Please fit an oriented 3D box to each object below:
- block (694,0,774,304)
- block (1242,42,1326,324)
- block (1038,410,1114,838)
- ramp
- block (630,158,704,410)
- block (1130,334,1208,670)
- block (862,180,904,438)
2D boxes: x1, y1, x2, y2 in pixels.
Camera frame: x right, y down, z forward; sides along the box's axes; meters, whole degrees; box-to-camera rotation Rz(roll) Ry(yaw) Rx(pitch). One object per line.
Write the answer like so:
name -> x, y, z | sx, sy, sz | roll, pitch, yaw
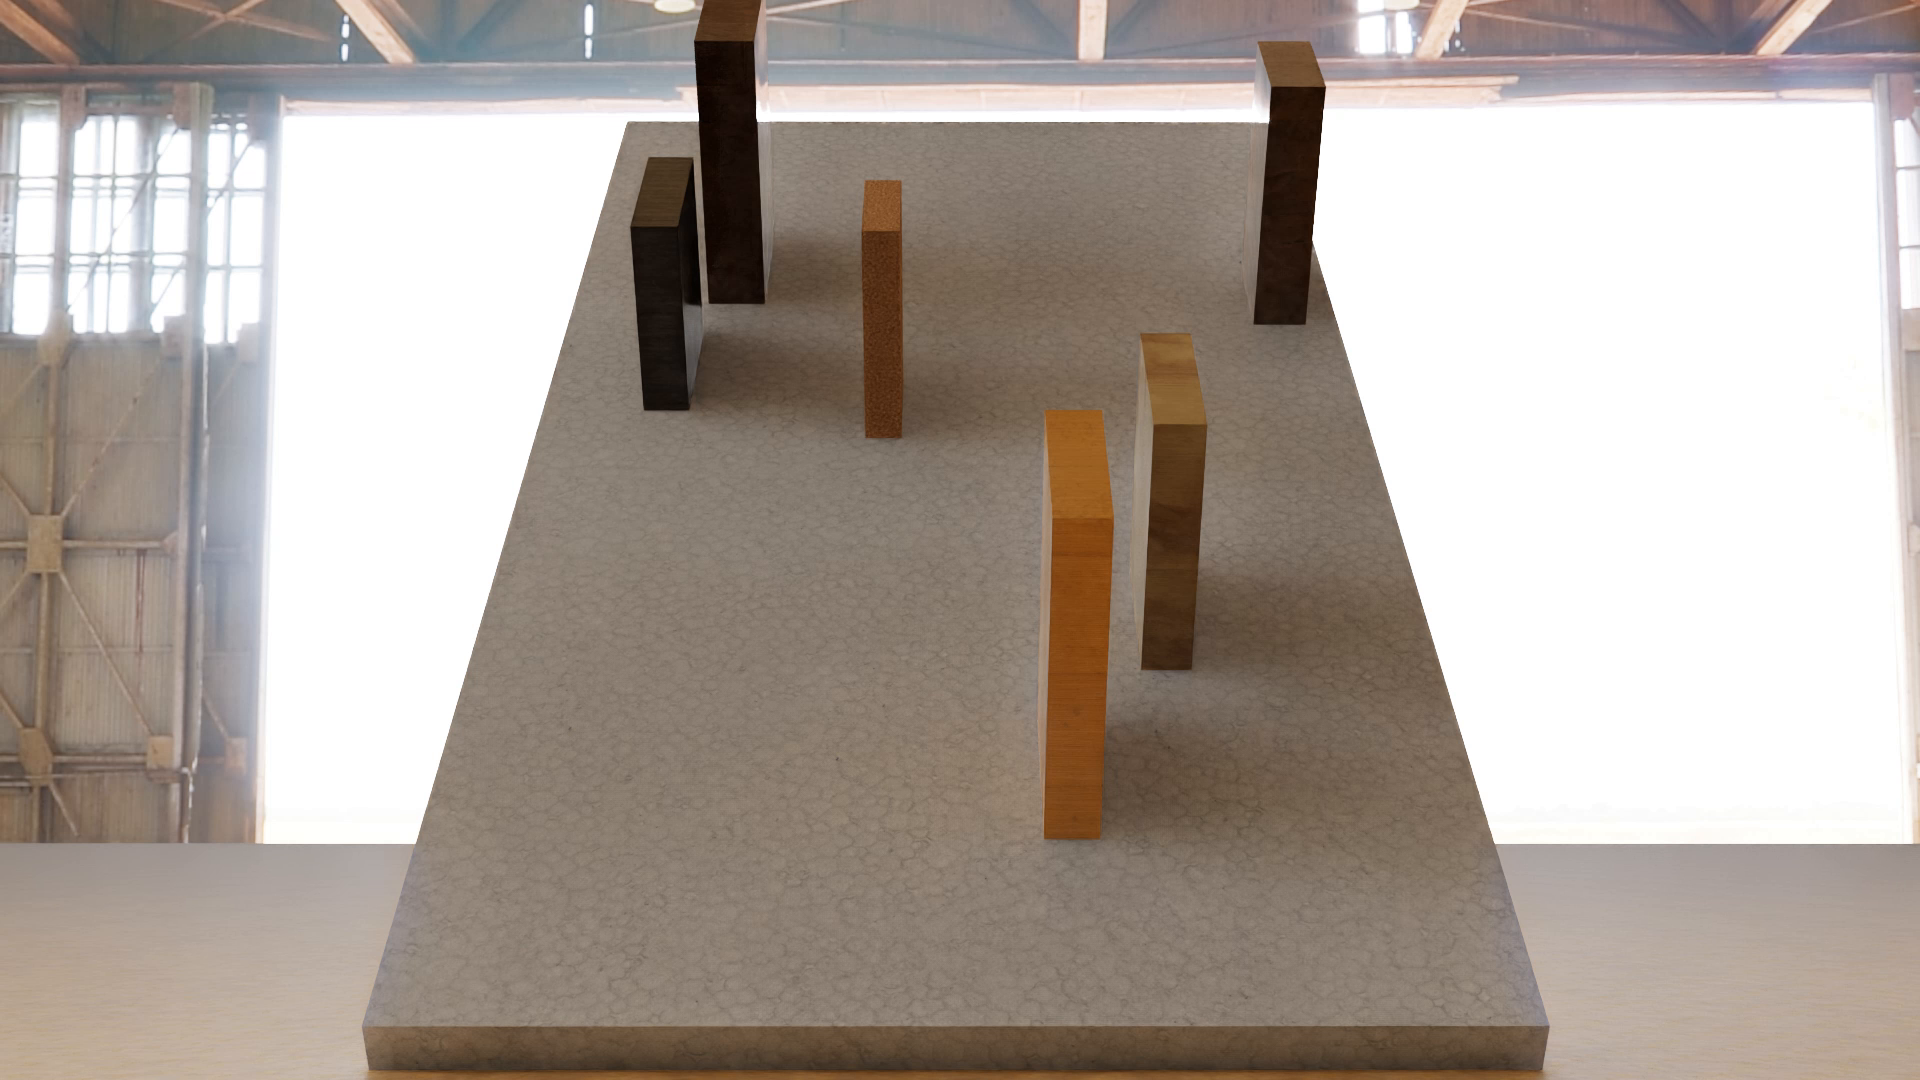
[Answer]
block -> -0.587, -1.040, 6.421 | 0.148, 0.722, 0.423 | 0, 32, 0
block -> 0.830, -0.919, 6.302 | 0.135, 0.651, 0.315 | 0, 32, 0
block -> 0.208, 0.158, 4.517 | 0.105, 0.697, 0.385 | 0, 32, 0
ramp -> -0.015, -0.193, 5.837 | 2.000, 0.100, 4.000 | 0, 32, 0
block -> -0.713, -0.629, 5.981 | 0.110, 0.487, 0.409 | 0, 32, 0
block -> 0.423, -0.080, 5.017 | 0.103, 0.575, 0.386 | 0, 32, 0
block -> -0.182, -0.548, 5.804 | 0.086, 0.538, 0.287 | 0, 32, 0
